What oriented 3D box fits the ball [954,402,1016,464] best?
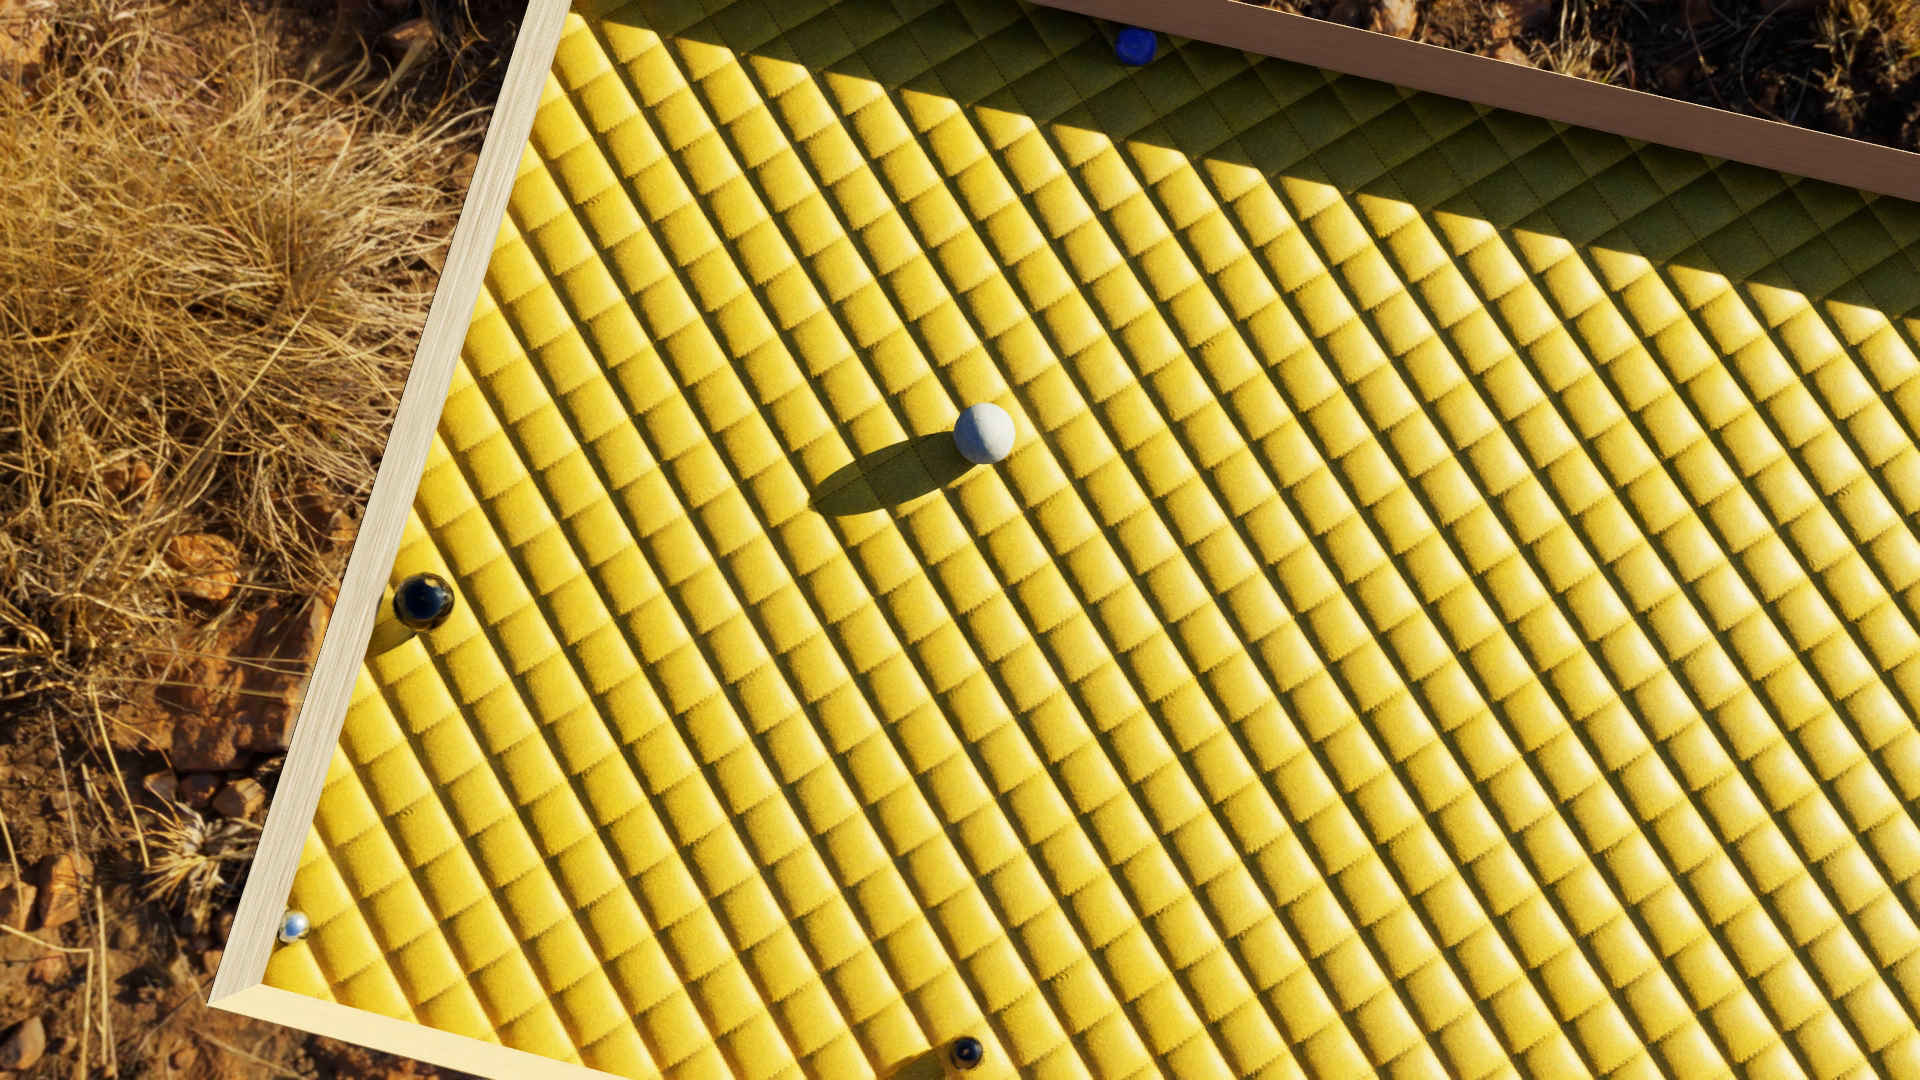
[{"bbox_3d":[0.037,-0.162,3.356,0.095,0.095,0.095,0,76,0],"label":"ball"}]

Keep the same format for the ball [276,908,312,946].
[{"bbox_3d":[-0.972,0.563,3.200,0.052,0.052,0.052,0,76,0],"label":"ball"}]

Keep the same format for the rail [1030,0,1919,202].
[{"bbox_3d":[1.051,-0.658,3.461,3.439,0.124,0.045,13,77,3],"label":"rail"}]

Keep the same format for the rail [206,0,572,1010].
[{"bbox_3d":[-0.812,-0.201,3.350,0.045,0.124,1.854,13,77,3],"label":"rail"}]

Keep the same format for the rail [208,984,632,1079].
[{"bbox_3d":[0.618,1.046,3.045,3.439,0.124,0.045,13,77,3],"label":"rail"}]

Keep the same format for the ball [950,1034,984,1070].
[{"bbox_3d":[0.010,0.736,3.159,0.051,0.051,0.051,0,76,0],"label":"ball"}]

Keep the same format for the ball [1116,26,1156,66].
[{"bbox_3d":[0.281,-0.792,3.526,0.064,0.064,0.064,0,76,0],"label":"ball"}]

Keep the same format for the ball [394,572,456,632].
[{"bbox_3d":[-0.803,0.093,3.296,0.091,0.091,0.091,0,76,0],"label":"ball"}]
